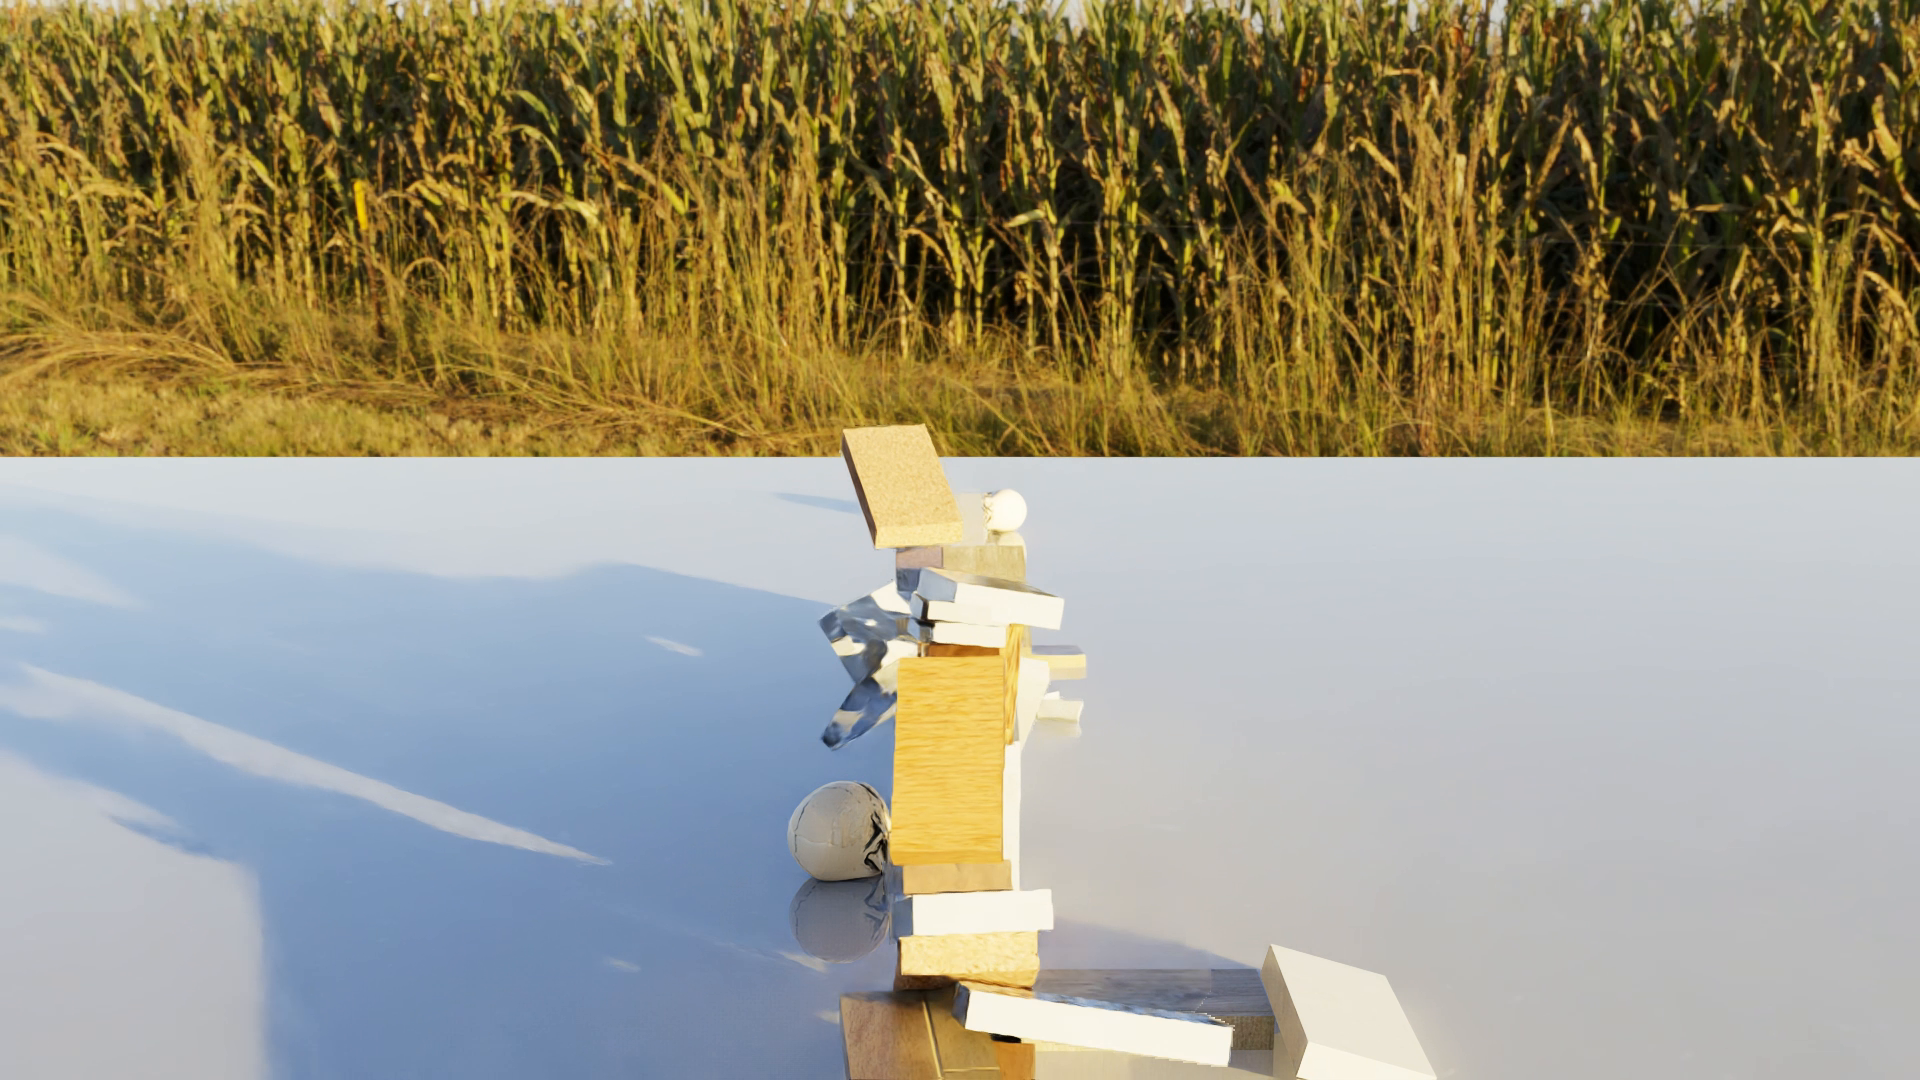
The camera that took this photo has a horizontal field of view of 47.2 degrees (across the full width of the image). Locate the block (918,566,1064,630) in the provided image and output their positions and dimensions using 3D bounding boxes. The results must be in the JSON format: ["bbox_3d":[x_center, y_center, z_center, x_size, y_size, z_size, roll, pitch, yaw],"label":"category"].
[{"bbox_3d":[0.041,0.084,3.249,0.155,0.044,0.311,9,2,-11],"label":"block"}]

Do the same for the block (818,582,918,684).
[{"bbox_3d":[-0.159,0.198,5.323,0.048,0.169,0.589,-33,-3,24],"label":"block"}]

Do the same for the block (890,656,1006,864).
[{"bbox_3d":[-0.013,0.271,2.731,0.134,0.268,0.038,-1,-33,5],"label":"block"}]

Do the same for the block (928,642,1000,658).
[{"bbox_3d":[-0.005,0.272,2.904,0.096,0.027,0.375,2,40,3],"label":"block"}]

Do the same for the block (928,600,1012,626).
[{"bbox_3d":[0.014,0.098,2.966,0.084,0.024,0.167,6,-1,10],"label":"block"}]

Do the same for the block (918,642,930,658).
[{"bbox_3d":[-0.024,0.192,3.407,0.082,0.023,0.164,0,-24,0],"label":"block"}]

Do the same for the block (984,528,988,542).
[{"bbox_3d":[0.025,0.009,4.536,0.045,0.013,0.091,9,45,13],"label":"block"}]

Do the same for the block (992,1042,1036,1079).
[{"bbox_3d":[0.011,0.701,2.725,0.149,0.042,0.297,1,11,5],"label":"block"}]

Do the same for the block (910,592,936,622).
[{"bbox_3d":[-0.019,0.108,3.330,0.098,0.028,0.196,9,2,-6],"label":"block"}]

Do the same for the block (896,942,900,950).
[{"bbox_3d":[0.005,0.589,3.113,0.171,0.048,0.341,-2,-10,-5],"label":"block"}]

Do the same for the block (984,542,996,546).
[{"bbox_3d":[-0.001,0.099,4.188,0.154,0.044,0.414,-2,20,-1],"label":"block"}]

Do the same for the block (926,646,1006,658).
[{"bbox_3d":[0.005,0.232,2.998,0.111,0.031,0.221,1,40,1],"label":"block"}]

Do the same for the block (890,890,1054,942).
[{"bbox_3d":[0.010,0.488,2.846,0.171,0.048,0.341,-1,-12,-7],"label":"block"}]

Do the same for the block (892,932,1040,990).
[{"bbox_3d":[0.002,0.587,2.889,0.171,0.048,0.341,-2,-25,-5],"label":"block"}]

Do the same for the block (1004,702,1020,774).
[{"bbox_3d":[0.004,0.284,3.343,0.167,0.047,0.335,0,10,0],"label":"block"}]

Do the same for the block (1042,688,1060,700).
[{"bbox_3d":[0.110,0.355,4.855,0.203,0.029,0.102,-9,14,-41],"label":"block"}]

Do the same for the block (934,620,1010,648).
[{"bbox_3d":[0.017,0.126,3.038,0.096,0.027,0.192,5,1,3],"label":"block"}]

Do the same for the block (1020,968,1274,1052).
[{"bbox_3d":[0.258,0.666,3.124,0.349,0.049,0.175,0,11,-1],"label":"block"}]

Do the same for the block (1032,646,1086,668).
[{"bbox_3d":[0.192,0.280,5.262,0.203,0.029,0.102,-1,11,-6],"label":"block"}]

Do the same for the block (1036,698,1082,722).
[{"bbox_3d":[0.216,0.368,4.753,0.091,0.013,0.045,4,53,22],"label":"block"}]

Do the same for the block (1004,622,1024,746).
[{"bbox_3d":[0.027,0.196,3.093,0.111,0.031,0.221,4,40,3],"label":"block"}]

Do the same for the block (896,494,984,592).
[{"bbox_3d":[-0.038,0.002,4.283,0.169,0.048,0.338,-2,25,0],"label":"block"}]

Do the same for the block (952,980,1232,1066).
[{"bbox_3d":[0.154,0.576,2.625,0.310,0.044,0.155,9,-8,-5],"label":"block"}]

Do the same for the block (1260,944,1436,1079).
[{"bbox_3d":[0.525,0.662,3.014,0.175,0.049,0.349,16,10,-3],"label":"block"}]

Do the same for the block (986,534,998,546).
[{"bbox_3d":[0.003,0.079,4.490,0.151,0.043,0.301,1,29,0],"label":"block"}]

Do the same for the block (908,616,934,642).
[{"bbox_3d":[-0.029,0.136,3.297,0.082,0.023,0.164,4,3,-7],"label":"block"}]

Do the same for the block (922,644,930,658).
[{"bbox_3d":[-0.018,0.187,3.309,0.082,0.023,0.164,0,-16,-2],"label":"block"}]

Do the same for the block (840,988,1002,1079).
[{"bbox_3d":[-0.026,0.675,2.448,0.175,0.049,0.706,-1,14,-6],"label":"block"}]

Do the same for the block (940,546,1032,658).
[{"bbox_3d":[0.045,0.118,3.983,0.154,0.044,0.309,0,35,-1],"label":"block"}]

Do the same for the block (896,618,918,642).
[{"bbox_3d":[-0.014,0.218,5.212,0.141,0.040,0.282,-13,-17,30],"label":"block"}]

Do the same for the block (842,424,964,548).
[{"bbox_3d":[-0.116,-0.109,4.315,0.169,0.048,0.338,-4,37,-14],"label":"block"}]

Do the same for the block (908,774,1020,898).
[{"bbox_3d":[0.004,0.486,3.308,0.167,0.335,0.047,0,24,0],"label":"block"}]

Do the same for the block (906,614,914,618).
[{"bbox_3d":[-0.048,0.195,5.240,0.159,0.023,0.080,9,-19,-41],"label":"block"}]

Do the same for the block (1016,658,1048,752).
[{"bbox_3d":[0.023,0.329,3.633,0.155,0.382,0.044,10,44,-9],"label":"block"}]

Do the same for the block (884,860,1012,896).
[{"bbox_3d":[-0.019,0.433,2.829,0.134,0.038,0.268,-2,-8,-7],"label":"block"}]
